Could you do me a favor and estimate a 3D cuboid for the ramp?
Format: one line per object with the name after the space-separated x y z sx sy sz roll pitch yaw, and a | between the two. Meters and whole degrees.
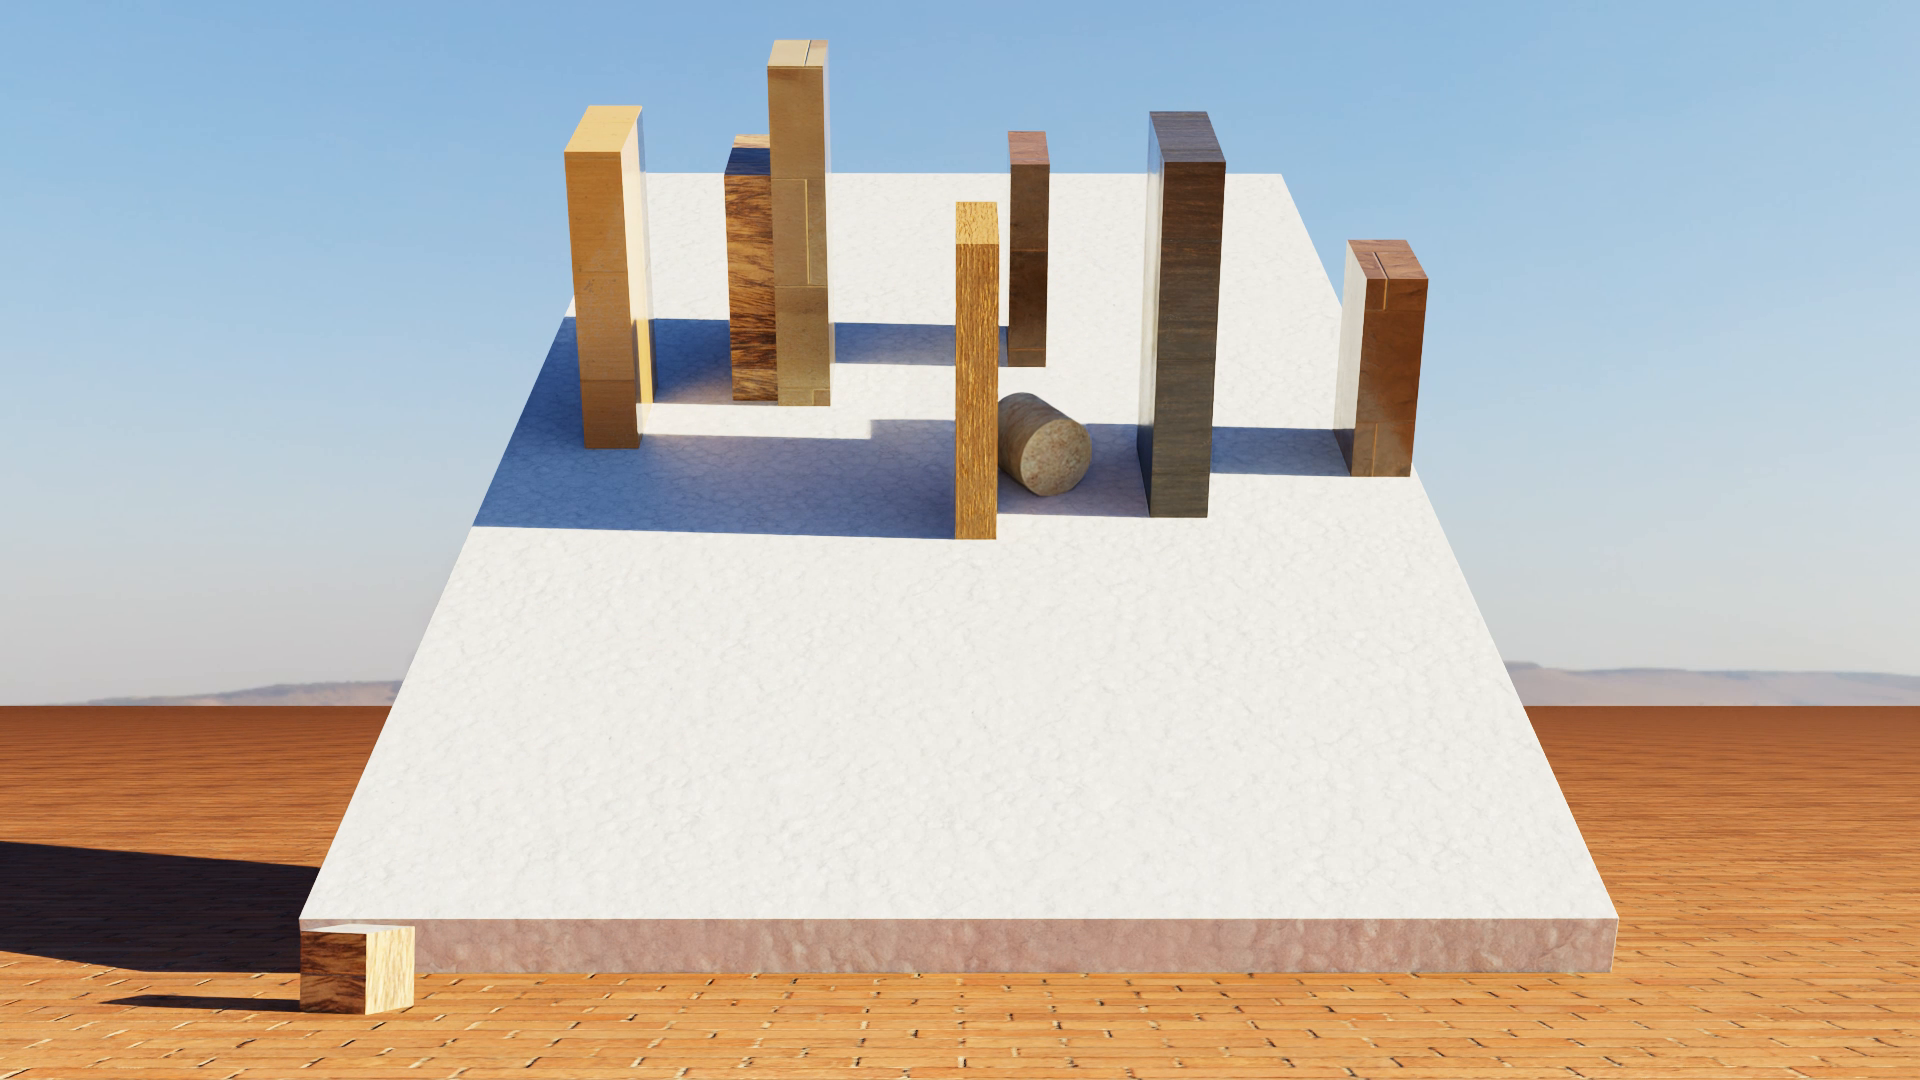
-0.009 -0.229 5.381 2.000 0.100 4.000 0 25 0 | ramp

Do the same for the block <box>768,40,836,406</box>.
-0.360 -0.723 5.377 0.121 0.797 0.249 0 25 0 | block

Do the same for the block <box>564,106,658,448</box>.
-0.773 -0.589 5.230 0.119 0.676 0.377 0 25 0 | block

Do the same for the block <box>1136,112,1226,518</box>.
0.455 -0.471 4.886 0.120 0.761 0.382 0 25 0 | block

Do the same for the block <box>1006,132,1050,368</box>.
0.162 -0.707 5.690 0.092 0.505 0.290 0 25 0 | block

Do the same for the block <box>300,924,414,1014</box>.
-0.819 0.583 3.187 0.107 0.107 0.107 -2 -4 22 | block

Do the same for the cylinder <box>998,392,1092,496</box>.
0.163 -0.205 5.008 0.175 0.175 0.175 2 21 -31 | cylinder

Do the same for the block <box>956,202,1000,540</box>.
0.033 -0.344 4.768 0.084 0.629 0.280 0 25 0 | block

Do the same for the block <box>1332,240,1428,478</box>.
0.911 -0.396 5.094 0.129 0.451 0.266 0 25 0 | block

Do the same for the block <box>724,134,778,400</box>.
-0.469 -0.642 5.505 0.122 0.542 0.342 0 25 0 | block
